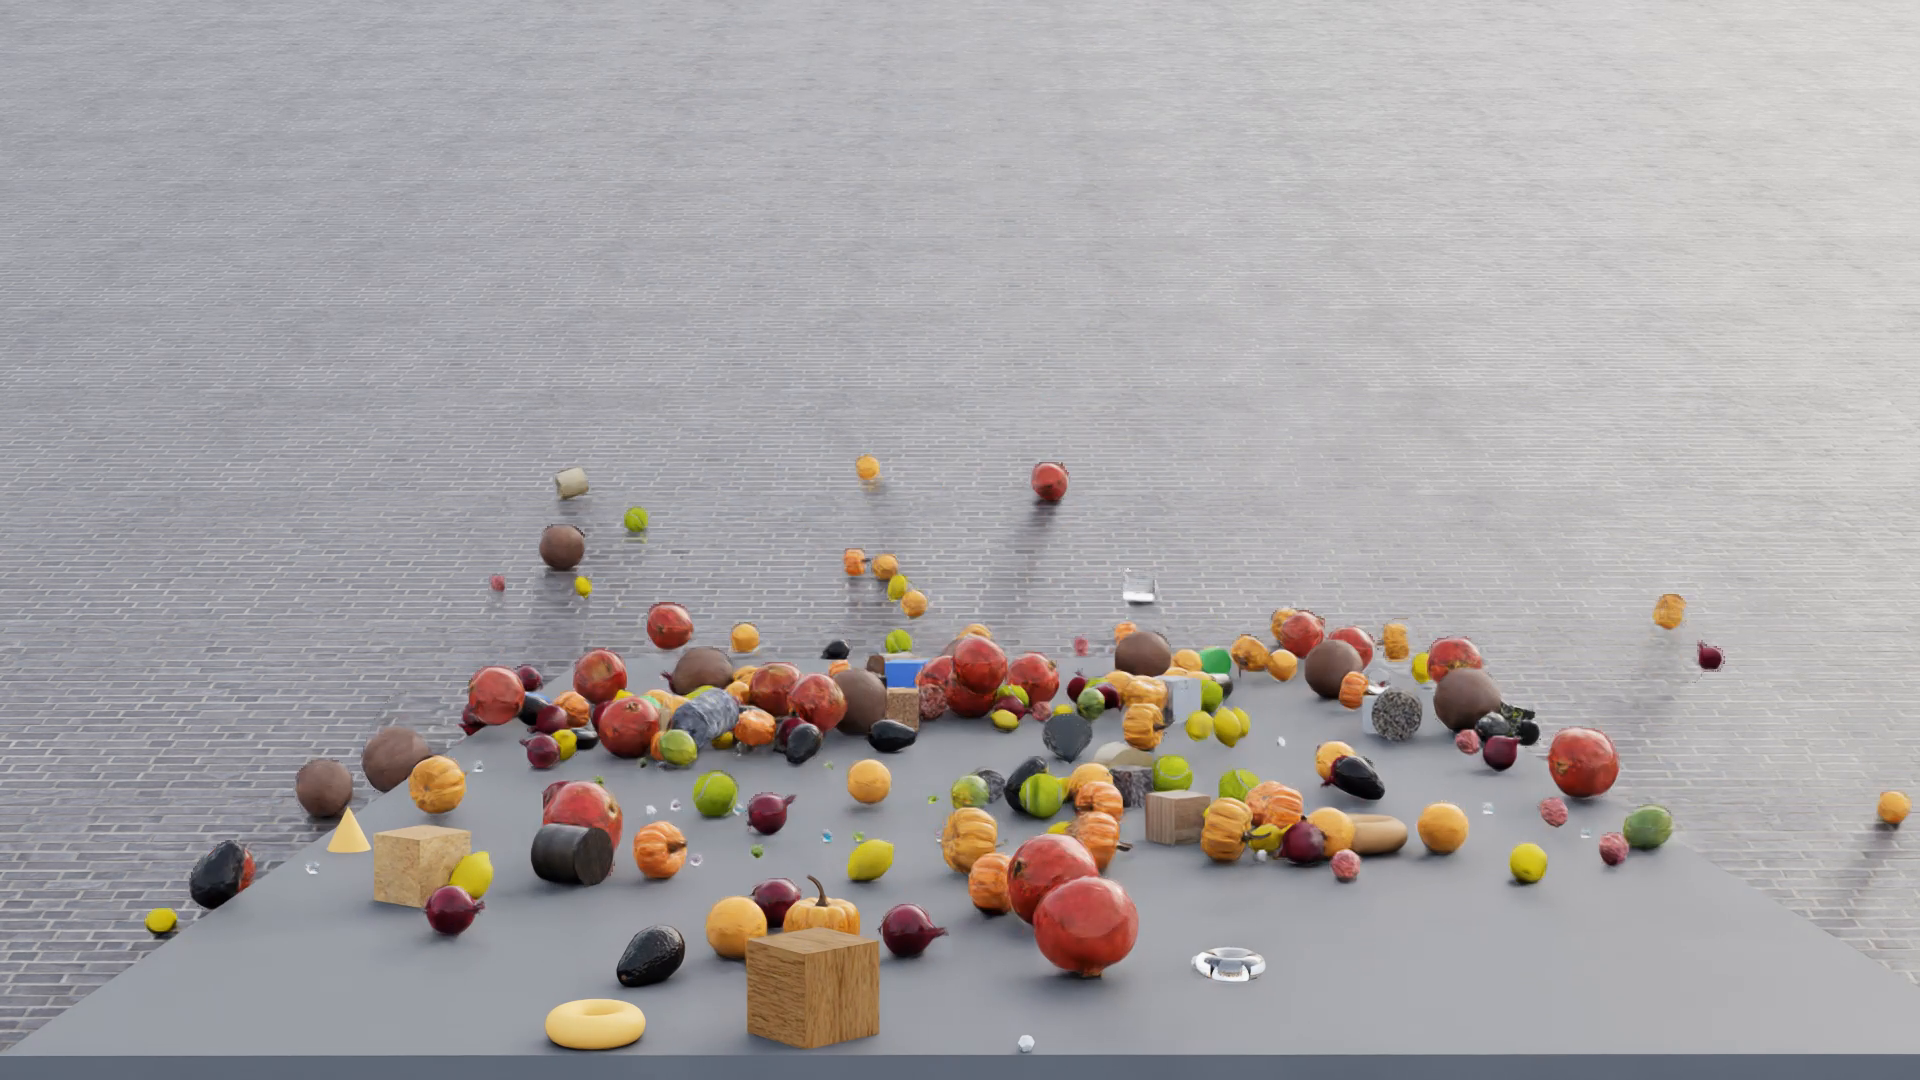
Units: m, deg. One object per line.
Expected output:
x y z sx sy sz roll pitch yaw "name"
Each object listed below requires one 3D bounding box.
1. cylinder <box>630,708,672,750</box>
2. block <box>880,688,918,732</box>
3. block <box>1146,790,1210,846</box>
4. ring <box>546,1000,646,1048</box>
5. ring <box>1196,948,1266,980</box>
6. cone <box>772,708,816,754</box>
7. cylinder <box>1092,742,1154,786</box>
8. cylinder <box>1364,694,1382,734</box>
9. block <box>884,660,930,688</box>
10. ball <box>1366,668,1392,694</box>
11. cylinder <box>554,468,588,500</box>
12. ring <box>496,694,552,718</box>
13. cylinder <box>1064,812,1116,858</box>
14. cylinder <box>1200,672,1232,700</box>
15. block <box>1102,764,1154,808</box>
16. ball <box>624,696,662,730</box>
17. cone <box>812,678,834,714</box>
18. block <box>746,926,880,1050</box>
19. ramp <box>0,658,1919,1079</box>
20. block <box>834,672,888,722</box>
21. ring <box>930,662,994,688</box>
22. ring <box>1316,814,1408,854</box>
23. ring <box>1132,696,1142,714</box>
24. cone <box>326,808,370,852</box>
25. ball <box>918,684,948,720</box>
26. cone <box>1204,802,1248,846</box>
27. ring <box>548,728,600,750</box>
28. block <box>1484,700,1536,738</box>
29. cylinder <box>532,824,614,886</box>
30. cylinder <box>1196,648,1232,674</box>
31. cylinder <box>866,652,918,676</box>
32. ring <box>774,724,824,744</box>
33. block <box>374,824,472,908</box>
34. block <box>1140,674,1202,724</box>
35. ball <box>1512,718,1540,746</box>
-0.574 0.351 4.783 0.074 0.074 0.074 1 -1 0 "cylinder"
-0.120 0.337 5.099 0.076 0.076 0.076 0 3 -1 "block"
0.321 0.408 3.788 0.067 0.067 0.067 -2 4 -34 "block"
-0.368 0.488 2.592 0.101 0.034 0.101 1 4 0 "ring"
0.304 0.476 2.884 0.078 0.026 0.078 1 4 0 "ring"
-0.308 0.350 4.777 0.083 0.083 0.083 0 3 0 "cone"
0.268 0.379 4.247 0.080 0.080 0.080 -7 5 -18 "cylinder"
0.827 0.342 5.044 0.069 0.069 0.069 0 3 0 "cylinder"
-0.116 0.306 5.625 0.082 0.082 0.082 1 3 11 "block"
0.933 0.314 5.724 0.056 0.056 0.056 0 22 0 "ball"
-1.183 -0.172 7.824 0.082 0.082 0.082 -12 25 -22 "cylinder"
-0.906 0.344 5.336 0.116 0.039 0.116 0 4 0 "ring"
0.185 0.419 3.660 0.059 0.059 0.059 8 6 20 "cylinder"
0.555 0.319 5.604 0.057 0.057 0.057 18 14 38 "cylinder"
0.270 0.395 4.128 0.058 0.058 0.058 3 4 42 "block"
-0.615 0.341 5.005 0.077 0.077 0.077 0 22 0 "ball"
-0.261 0.344 5.346 0.080 0.080 0.080 -5 30 -11 "cone"
-0.150 0.455 2.618 0.096 0.096 0.096 -3 4 -42 "block"
0.050 0.454 4.532 2.000 0.100 4.000 0 3 0 "ramp"
-0.205 0.321 5.268 0.089 0.089 0.089 -1 3 -18 "block"
0.005 0.310 5.886 0.147 0.049 0.147 -1 4 0 "ring"
0.579 0.424 3.709 0.134 0.045 0.134 -1 2 0 "ring"
0.412 0.344 5.347 0.108 0.036 0.108 -1 3 0 "ring"
-0.883 0.415 3.715 0.063 0.063 0.063 0 3 0 "cone"
-0.063 0.330 5.243 0.074 0.074 0.074 0 22 0 "ball"
0.393 0.429 3.759 0.067 0.067 0.067 -2 50 -6 "cone"
-0.726 0.374 4.821 0.098 0.033 0.098 -1 4 0 "ring"
1.080 0.354 5.049 0.060 0.060 0.060 13 4 -34 "block"
-0.520 0.421 3.448 0.077 0.077 0.077 2 19 33 "cylinder"
0.601 0.290 6.088 0.066 0.066 0.066 -4 4 -10 "cylinder"
-0.150 0.297 5.759 0.088 0.088 0.088 -2 18 -39 "cylinder"
-0.305 0.369 4.896 0.097 0.032 0.097 0 1 0 "ring"
-0.698 0.422 3.337 0.087 0.087 0.087 2 4 36 "block"
0.430 0.324 5.235 0.086 0.086 0.086 -3 4 -44 "block"
1.100 0.374 4.998 0.054 0.054 0.054 0 22 0 "ball"
